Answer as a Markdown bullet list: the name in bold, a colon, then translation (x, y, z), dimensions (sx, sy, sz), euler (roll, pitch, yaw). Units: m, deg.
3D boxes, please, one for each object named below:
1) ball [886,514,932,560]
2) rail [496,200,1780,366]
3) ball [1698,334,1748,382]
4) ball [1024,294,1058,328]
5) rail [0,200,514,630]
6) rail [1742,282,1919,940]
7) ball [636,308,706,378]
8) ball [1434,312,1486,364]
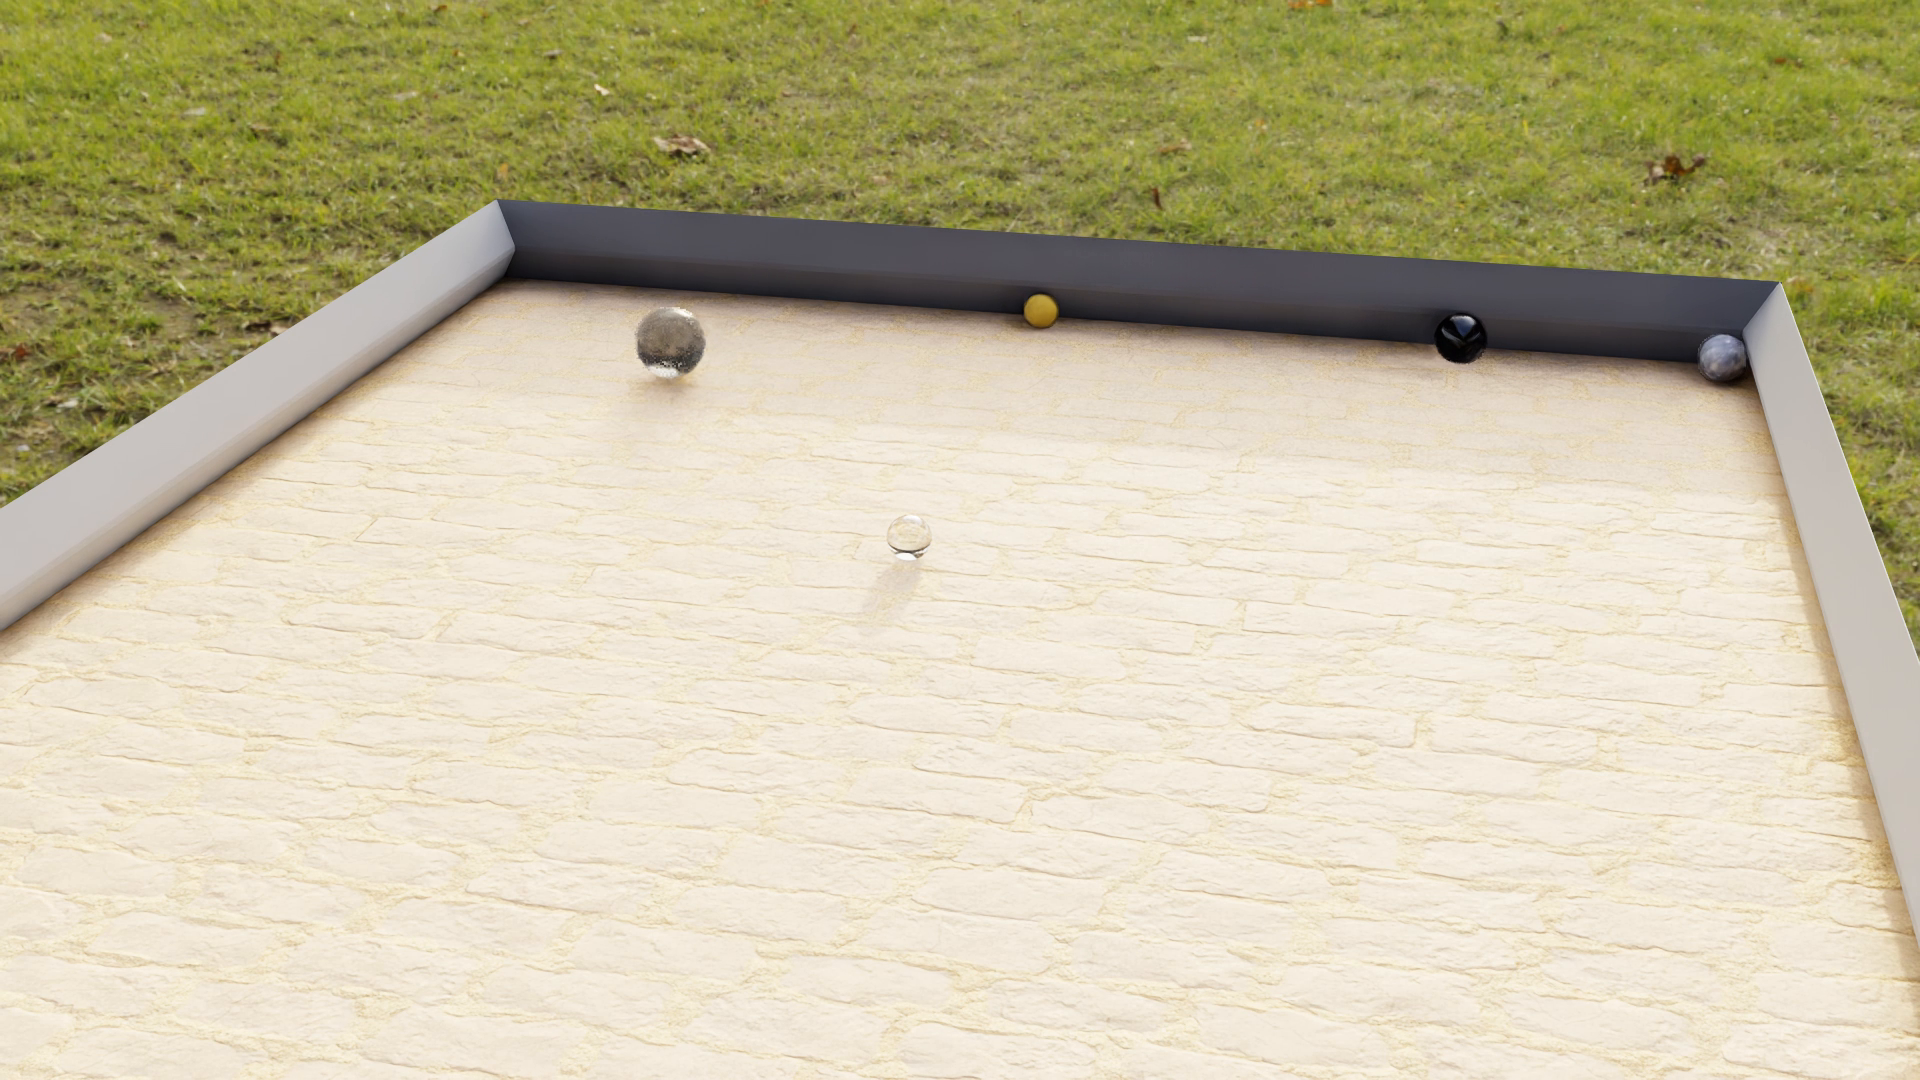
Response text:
- **ball**: translation (-0.056, -0.003, 2.422), dimensions (0.051, 0.051, 0.051), euler (0, 24, 0)
- **rail**: translation (0.195, -0.368, 3.155), dimensions (1.860, 0.121, 0.045), euler (5, 25, 12)
- **ball**: translation (1.025, -0.244, 2.951), dimensions (0.062, 0.062, 0.062), euler (0, 24, 0)
- **ball**: translation (0.115, -0.330, 3.161), dimensions (0.049, 0.049, 0.049), euler (0, 24, 0)
- **rail**: translation (-1.083, 0.241, 1.786), dimensions (0.045, 0.121, 3.543), euler (5, 25, 12)
- **rail**: translation (0.683, 0.407, 1.412), dimensions (0.045, 0.121, 3.543), euler (5, 25, 12)
- **ball**: translation (-0.390, -0.265, 2.959), dimensions (0.093, 0.093, 0.093), euler (0, 24, 0)
- **ball**: translation (0.686, -0.277, 3.016), dimensions (0.069, 0.069, 0.069), euler (0, 24, 0)
